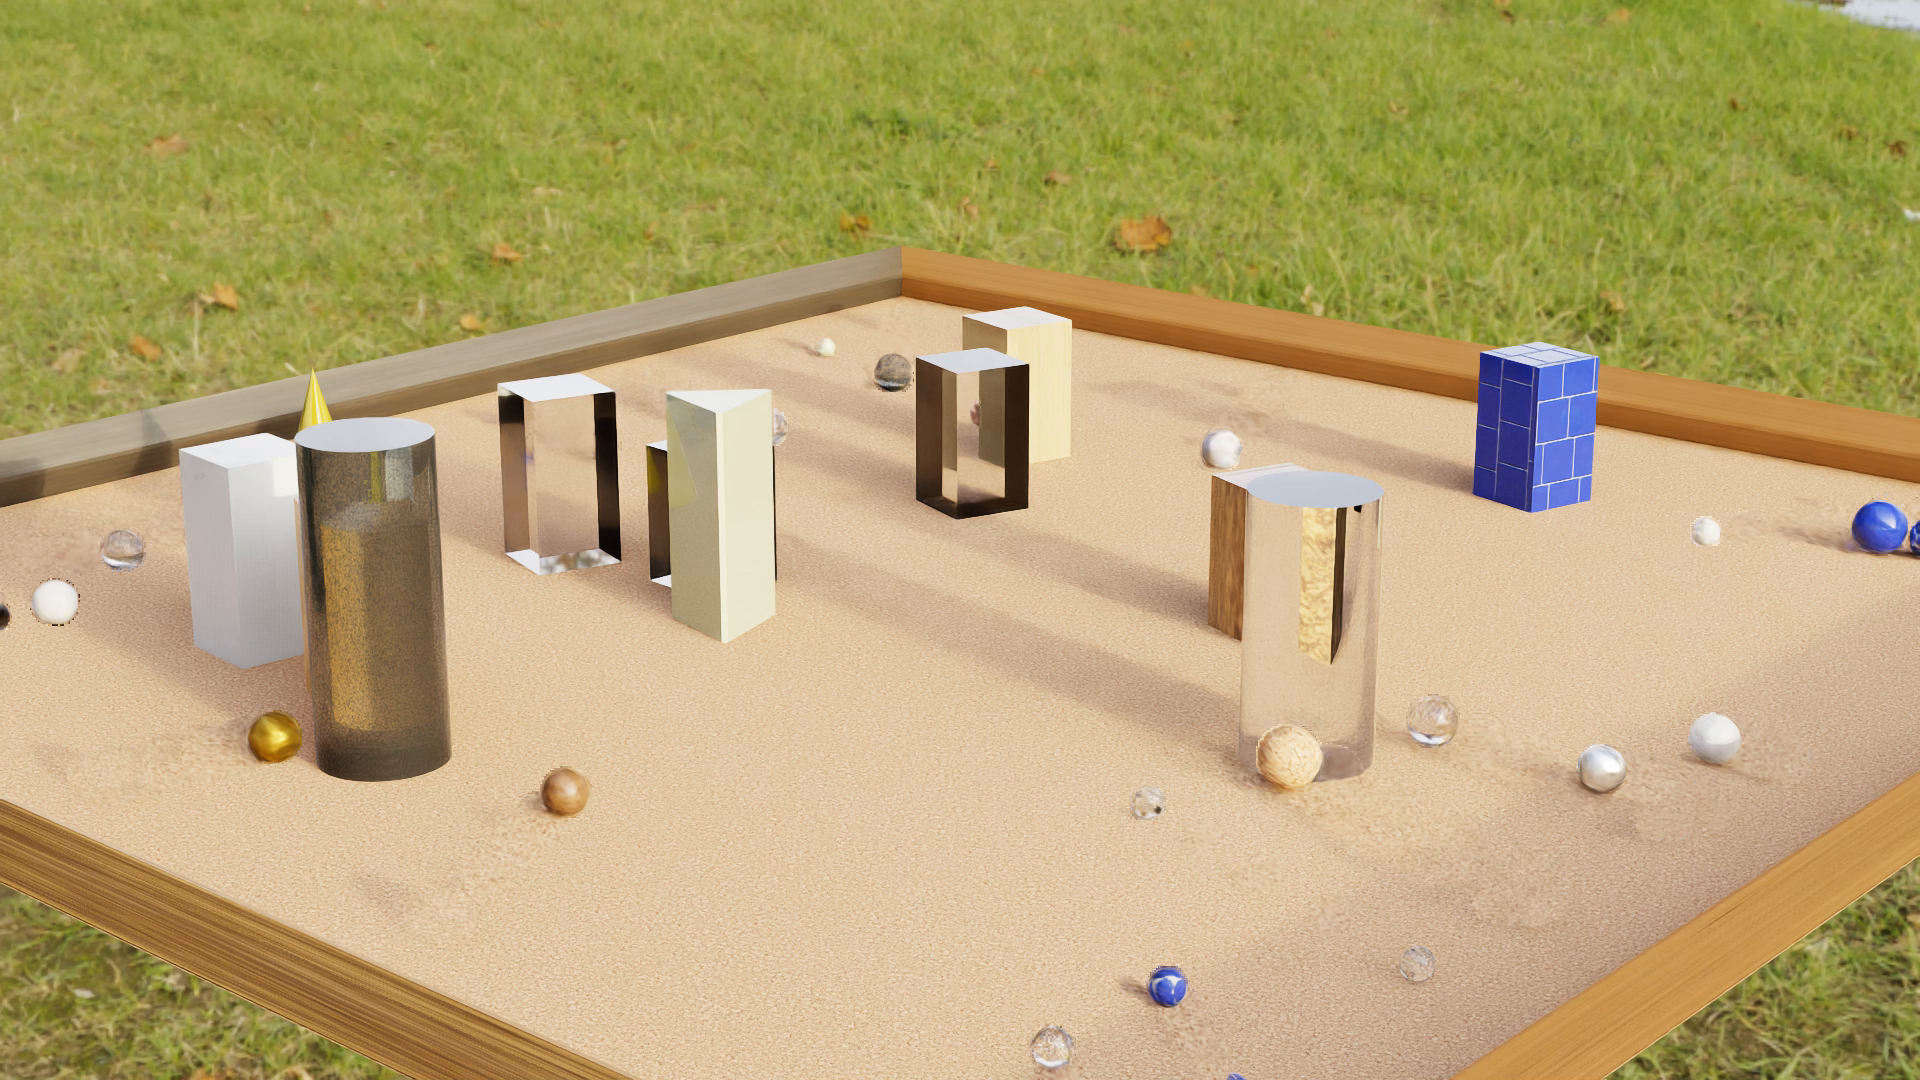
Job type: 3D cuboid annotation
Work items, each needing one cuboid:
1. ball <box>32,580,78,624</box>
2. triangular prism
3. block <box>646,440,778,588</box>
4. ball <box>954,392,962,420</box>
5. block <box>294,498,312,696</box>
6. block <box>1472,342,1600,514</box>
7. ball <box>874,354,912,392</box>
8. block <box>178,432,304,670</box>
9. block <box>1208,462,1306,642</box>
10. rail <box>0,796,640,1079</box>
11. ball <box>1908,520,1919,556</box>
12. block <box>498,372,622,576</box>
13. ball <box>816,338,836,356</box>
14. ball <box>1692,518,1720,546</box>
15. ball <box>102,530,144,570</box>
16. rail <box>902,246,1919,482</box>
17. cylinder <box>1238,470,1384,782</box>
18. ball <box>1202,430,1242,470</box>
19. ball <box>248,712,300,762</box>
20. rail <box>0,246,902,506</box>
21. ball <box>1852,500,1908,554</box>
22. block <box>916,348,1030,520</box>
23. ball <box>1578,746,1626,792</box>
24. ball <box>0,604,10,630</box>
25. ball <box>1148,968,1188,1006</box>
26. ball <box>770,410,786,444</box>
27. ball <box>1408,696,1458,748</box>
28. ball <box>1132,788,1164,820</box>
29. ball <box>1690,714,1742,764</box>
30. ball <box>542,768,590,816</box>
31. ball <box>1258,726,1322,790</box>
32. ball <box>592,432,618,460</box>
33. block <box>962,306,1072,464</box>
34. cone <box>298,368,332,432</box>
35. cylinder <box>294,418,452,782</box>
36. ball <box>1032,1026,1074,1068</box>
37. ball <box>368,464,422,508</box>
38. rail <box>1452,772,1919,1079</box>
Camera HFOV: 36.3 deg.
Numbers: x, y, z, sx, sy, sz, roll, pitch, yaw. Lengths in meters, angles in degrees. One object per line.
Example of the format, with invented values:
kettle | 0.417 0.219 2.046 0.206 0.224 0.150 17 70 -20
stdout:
ball | -1.534 0.106 4.974 0.075 0.075 0.075 0 17 0
triangular prism | -0.380 -0.051 4.939 0.150 0.395 0.173 -12 20 -34
block | -0.438 -0.047 5.181 0.160 0.250 0.160 -16 23 -42
ball | 0.019 -0.289 6.298 0.068 0.068 0.068 0 17 0
block | -0.934 0.097 4.584 0.160 0.317 0.160 -7 18 -23
block | 1.117 -0.220 5.691 0.160 0.286 0.160 -11 20 -33
ball | -0.149 -0.373 6.549 0.085 0.085 0.085 0 17 0
block | -1.159 0.016 4.818 0.160 0.338 0.160 -15 22 -40
block | 0.529 0.026 4.910 0.160 0.265 0.160 -9 19 -28
rail | -1.163 0.419 3.838 3.520 0.130 0.045 14 22 39
ball | 1.765 -0.002 5.331 0.077 0.077 0.077 0 17 0
block | -0.724 -0.121 5.302 0.160 0.320 0.160 -10 19 -29
ball | -0.315 -0.452 6.882 0.044 0.044 0.044 0 17 0
ball | 1.377 -0.014 5.413 0.052 0.052 0.052 0 17 0
ball | -1.504 0.018 5.266 0.074 0.074 0.074 0 17 0
rail | 1.163 -0.354 6.402 3.520 0.130 0.045 14 22 39
cylinder | 0.516 0.125 4.319 0.199 0.416 0.199 0 17 0
ball | 0.529 -0.183 5.926 0.080 0.080 0.080 0 17 0
ball | -1.018 0.293 4.353 0.074 0.074 0.074 0 17 0
rail | -1.311 -0.296 6.210 0.045 0.130 3.594 14 22 39
ball | 1.682 -0.023 5.362 0.099 0.099 0.099 0 17 0
block | 0.023 -0.207 5.645 0.160 0.286 0.160 -9 19 -29
ball | 0.929 0.331 4.239 0.067 0.067 0.067 0 17 0
ball | -1.627 0.130 4.935 0.052 0.052 0.052 0 17 0
ball | 0.253 0.544 3.568 0.047 0.047 0.047 0 17 0
ball | -0.400 -0.233 6.098 0.076 0.076 0.076 0 17 0
ball | 0.712 0.274 4.413 0.076 0.076 0.076 0 17 0
ball | 0.265 0.372 4.140 0.046 0.046 0.046 0 17 0
ball | 1.121 0.295 4.349 0.073 0.073 0.073 0 17 0
ball | -0.558 0.358 4.151 0.068 0.068 0.068 0 17 0
ball | 0.475 0.314 4.229 0.092 0.092 0.092 0 17 0
ball | -0.726 -0.192 5.994 0.056 0.056 0.056 0 17 0
block | 0.116 -0.315 6.007 0.160 0.286 0.160 -11 20 -33
cone | -1.163 -0.141 5.315 0.199 0.352 0.199 0 17 0
cylinder | -0.859 0.086 4.306 0.199 0.498 0.199 0 17 0
ball | 0.108 0.590 3.411 0.049 0.049 0.049 0 17 0
ball | -1.058 -0.092 5.496 0.100 0.100 0.100 0 17 0
rail | 1.311 0.361 4.030 0.045 0.130 3.594 14 22 39
